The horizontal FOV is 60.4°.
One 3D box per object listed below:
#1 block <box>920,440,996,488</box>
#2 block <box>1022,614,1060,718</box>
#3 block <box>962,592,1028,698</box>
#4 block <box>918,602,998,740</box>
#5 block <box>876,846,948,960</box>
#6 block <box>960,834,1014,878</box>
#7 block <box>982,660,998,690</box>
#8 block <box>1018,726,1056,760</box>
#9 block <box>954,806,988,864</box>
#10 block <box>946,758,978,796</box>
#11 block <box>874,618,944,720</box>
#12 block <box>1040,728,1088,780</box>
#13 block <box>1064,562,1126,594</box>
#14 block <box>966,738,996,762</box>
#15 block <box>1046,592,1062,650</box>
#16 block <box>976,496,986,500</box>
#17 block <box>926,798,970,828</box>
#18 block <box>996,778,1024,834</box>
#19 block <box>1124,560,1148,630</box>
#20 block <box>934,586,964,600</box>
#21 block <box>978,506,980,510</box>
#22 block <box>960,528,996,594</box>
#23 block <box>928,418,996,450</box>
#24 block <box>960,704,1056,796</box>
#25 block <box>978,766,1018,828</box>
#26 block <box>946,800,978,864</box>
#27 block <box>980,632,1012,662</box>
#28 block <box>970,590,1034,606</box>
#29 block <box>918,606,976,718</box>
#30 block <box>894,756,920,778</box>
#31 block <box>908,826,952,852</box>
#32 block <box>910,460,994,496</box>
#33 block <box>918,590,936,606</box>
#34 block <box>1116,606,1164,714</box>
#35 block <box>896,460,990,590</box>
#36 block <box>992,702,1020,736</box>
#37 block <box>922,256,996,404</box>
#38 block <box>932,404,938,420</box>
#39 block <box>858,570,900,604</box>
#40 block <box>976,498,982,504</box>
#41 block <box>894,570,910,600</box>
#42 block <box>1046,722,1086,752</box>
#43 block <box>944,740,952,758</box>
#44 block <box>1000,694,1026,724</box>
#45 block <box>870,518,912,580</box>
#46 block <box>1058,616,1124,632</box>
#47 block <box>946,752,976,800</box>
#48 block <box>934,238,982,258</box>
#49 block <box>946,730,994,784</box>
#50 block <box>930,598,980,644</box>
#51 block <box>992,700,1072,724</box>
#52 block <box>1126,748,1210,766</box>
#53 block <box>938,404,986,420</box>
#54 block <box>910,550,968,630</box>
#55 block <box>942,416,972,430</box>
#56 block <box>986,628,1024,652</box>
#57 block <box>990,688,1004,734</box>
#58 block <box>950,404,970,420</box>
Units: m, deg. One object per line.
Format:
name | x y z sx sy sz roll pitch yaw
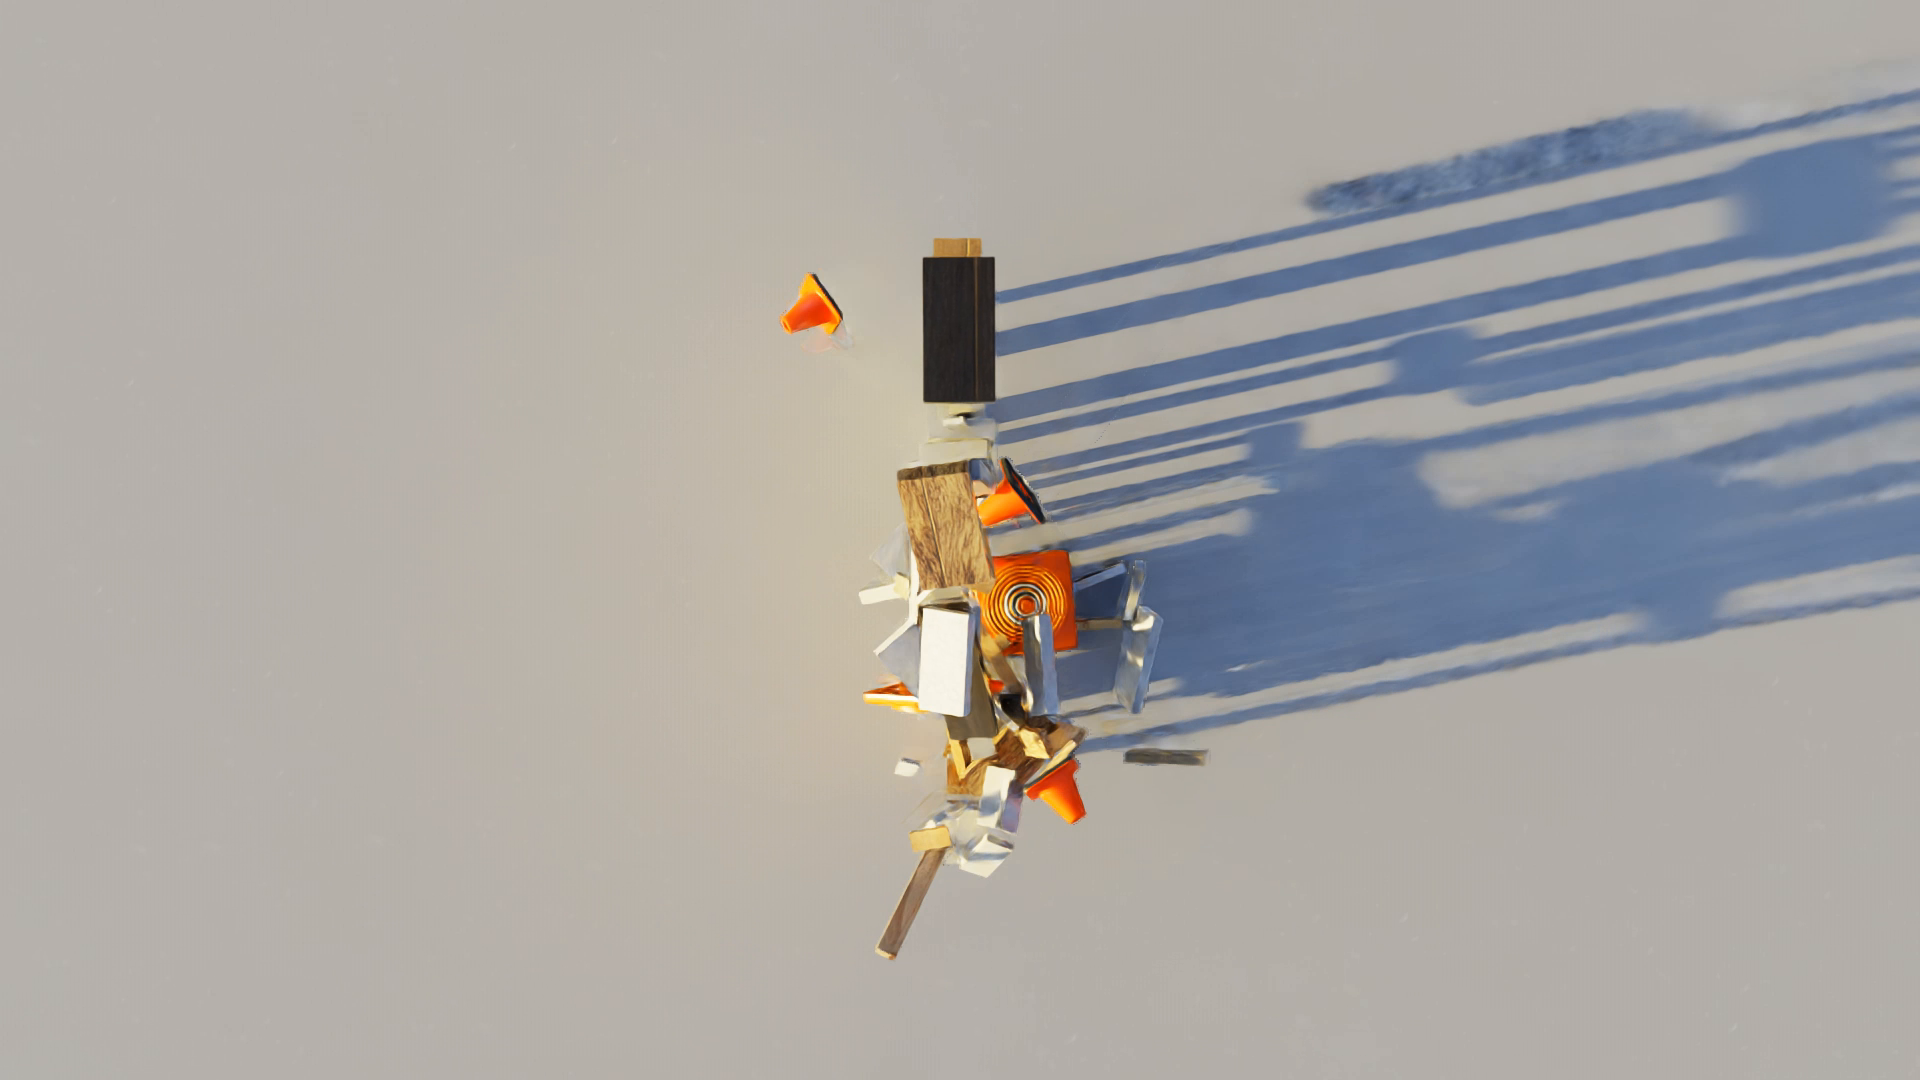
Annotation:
block | -0.003 -0.196 4.420 0.175 0.349 0.049 -4 78 4
block | 0.237 0.374 4.877 0.041 0.144 0.289 -2 81 -18
block | 0.088 0.319 4.904 0.041 0.144 0.328 -32 62 -1
block | -0.002 0.379 4.704 0.141 0.040 0.473 -6 125 11
block | -0.132 1.024 4.727 0.057 0.553 0.016 23 116 6
block | 0.080 0.937 4.888 0.088 0.025 0.176 22 135 -15
block | 0.047 0.464 5.387 0.113 0.226 0.032 -3 128 -22
block | 0.223 0.595 4.845 0.024 0.168 0.084 -23 95 -21
block | 0.035 0.888 4.950 0.088 0.025 0.176 4 104 -1
block | 0.008 0.730 5.084 0.098 0.196 0.028 4 106 -1
block | -0.104 0.385 4.867 0.144 0.041 0.289 -41 111 0
block | 0.301 0.620 4.783 0.024 0.084 0.168 42 123 8
block | 0.445 0.128 5.448 0.208 0.104 0.029 -22 90 0
block | 0.053 0.575 4.903 0.074 0.021 0.149 -16 82 0
block | 0.303 0.281 5.446 0.030 0.105 0.211 8 90 -4
block | 0.009 -0.226 4.606 0.113 0.032 0.226 -4 101 2
block | -0.041 0.812 4.832 0.021 0.148 0.074 48 134 18
block | 0.147 0.779 4.817 0.021 0.074 0.148 -5 65 41
block | 0.577 0.181 5.406 0.029 0.104 0.208 12 72 13
block | -0.031 0.154 4.646 0.074 0.148 0.021 -10 51 2
block | -0.021 -0.115 5.133 0.154 0.309 0.044 42 100 -2
block | -0.007 0.033 4.380 0.174 0.348 0.049 15 110 -9
block | 0.005 -0.280 4.397 0.175 0.349 0.049 0 89 0
block | 0.161 0.651 4.950 0.306 0.043 0.153 -46 104 -6
block | 0.111 0.762 4.874 0.088 0.025 0.175 8 83 23
block | 0.006 0.881 4.976 0.098 0.028 0.196 1 104 0
block | 0.111 0.341 5.251 0.096 0.014 0.048 -35 67 -2
block | 0.137 0.189 5.447 0.211 0.105 0.030 6 90 0
block | -0.036 0.333 4.519 0.141 0.040 0.282 7 99 29
block | -0.152 0.648 4.712 0.057 0.114 0.016 13 64 -6
block | -0.086 0.858 4.738 0.114 0.016 0.057 -11 103 11
block | -0.016 -0.156 4.205 0.174 0.348 0.049 -1 85 7
block | -0.061 0.150 4.702 0.074 0.148 0.021 5 65 -22
block | 0.581 0.387 5.333 0.034 0.120 0.327 7 105 -19
block | -0.038 -0.033 4.076 0.174 0.049 0.348 -8 128 6
block | 0.128 0.519 4.828 0.017 0.061 0.122 -43 68 -6
block | -0.002 -0.506 3.990 0.174 0.049 0.348 0 89 0
block | -0.004 -0.512 5.141 0.168 0.048 0.336 0 90 0
block | -0.175 0.103 5.164 0.154 0.346 0.044 -13 105 26
block | -0.005 -0.115 4.784 0.113 0.319 0.032 29 61 -2
block | -0.170 0.135 4.907 0.048 0.096 0.014 28 54 11
block | 0.294 0.580 4.871 0.084 0.168 0.024 19 62 -16
block | -0.004 0.688 5.301 0.091 0.182 0.026 32 95 0
block | 0.156 0.499 4.861 0.061 0.130 0.017 -5 48 7
block | -0.109 -0.010 4.953 0.154 0.044 0.309 43 89 -2
block | 0.432 0.279 5.448 0.208 0.104 0.029 -5 90 0
block | 0.005 0.764 5.196 0.091 0.026 0.182 2 90 -1
block | -0.007 -0.685 4.476 0.129 0.037 0.258 0 92 0
block | 0.055 0.675 5.109 0.153 0.306 0.043 24 108 -18
block | -0.014 0.294 4.710 0.141 0.040 0.282 -3 126 -4
block | 0.208 0.550 5.146 0.153 0.306 0.043 10 91 -25
block | 0.641 0.670 5.091 0.239 0.120 0.034 0 88 16
block | 0.002 -0.435 4.382 0.128 0.036 0.256 -1 89 0
block | -0.063 0.177 4.978 0.175 0.591 0.049 -23 61 -17
block | -0.007 -0.294 4.165 0.053 0.105 0.015 -9 85 9
block | 0.133 0.326 5.446 0.211 0.105 0.030 17 83 0
block | 0.076 0.590 5.288 0.113 0.032 0.226 30 89 -26
block | 0.000 -0.340 4.219 0.053 0.286 0.015 -1 82 0
